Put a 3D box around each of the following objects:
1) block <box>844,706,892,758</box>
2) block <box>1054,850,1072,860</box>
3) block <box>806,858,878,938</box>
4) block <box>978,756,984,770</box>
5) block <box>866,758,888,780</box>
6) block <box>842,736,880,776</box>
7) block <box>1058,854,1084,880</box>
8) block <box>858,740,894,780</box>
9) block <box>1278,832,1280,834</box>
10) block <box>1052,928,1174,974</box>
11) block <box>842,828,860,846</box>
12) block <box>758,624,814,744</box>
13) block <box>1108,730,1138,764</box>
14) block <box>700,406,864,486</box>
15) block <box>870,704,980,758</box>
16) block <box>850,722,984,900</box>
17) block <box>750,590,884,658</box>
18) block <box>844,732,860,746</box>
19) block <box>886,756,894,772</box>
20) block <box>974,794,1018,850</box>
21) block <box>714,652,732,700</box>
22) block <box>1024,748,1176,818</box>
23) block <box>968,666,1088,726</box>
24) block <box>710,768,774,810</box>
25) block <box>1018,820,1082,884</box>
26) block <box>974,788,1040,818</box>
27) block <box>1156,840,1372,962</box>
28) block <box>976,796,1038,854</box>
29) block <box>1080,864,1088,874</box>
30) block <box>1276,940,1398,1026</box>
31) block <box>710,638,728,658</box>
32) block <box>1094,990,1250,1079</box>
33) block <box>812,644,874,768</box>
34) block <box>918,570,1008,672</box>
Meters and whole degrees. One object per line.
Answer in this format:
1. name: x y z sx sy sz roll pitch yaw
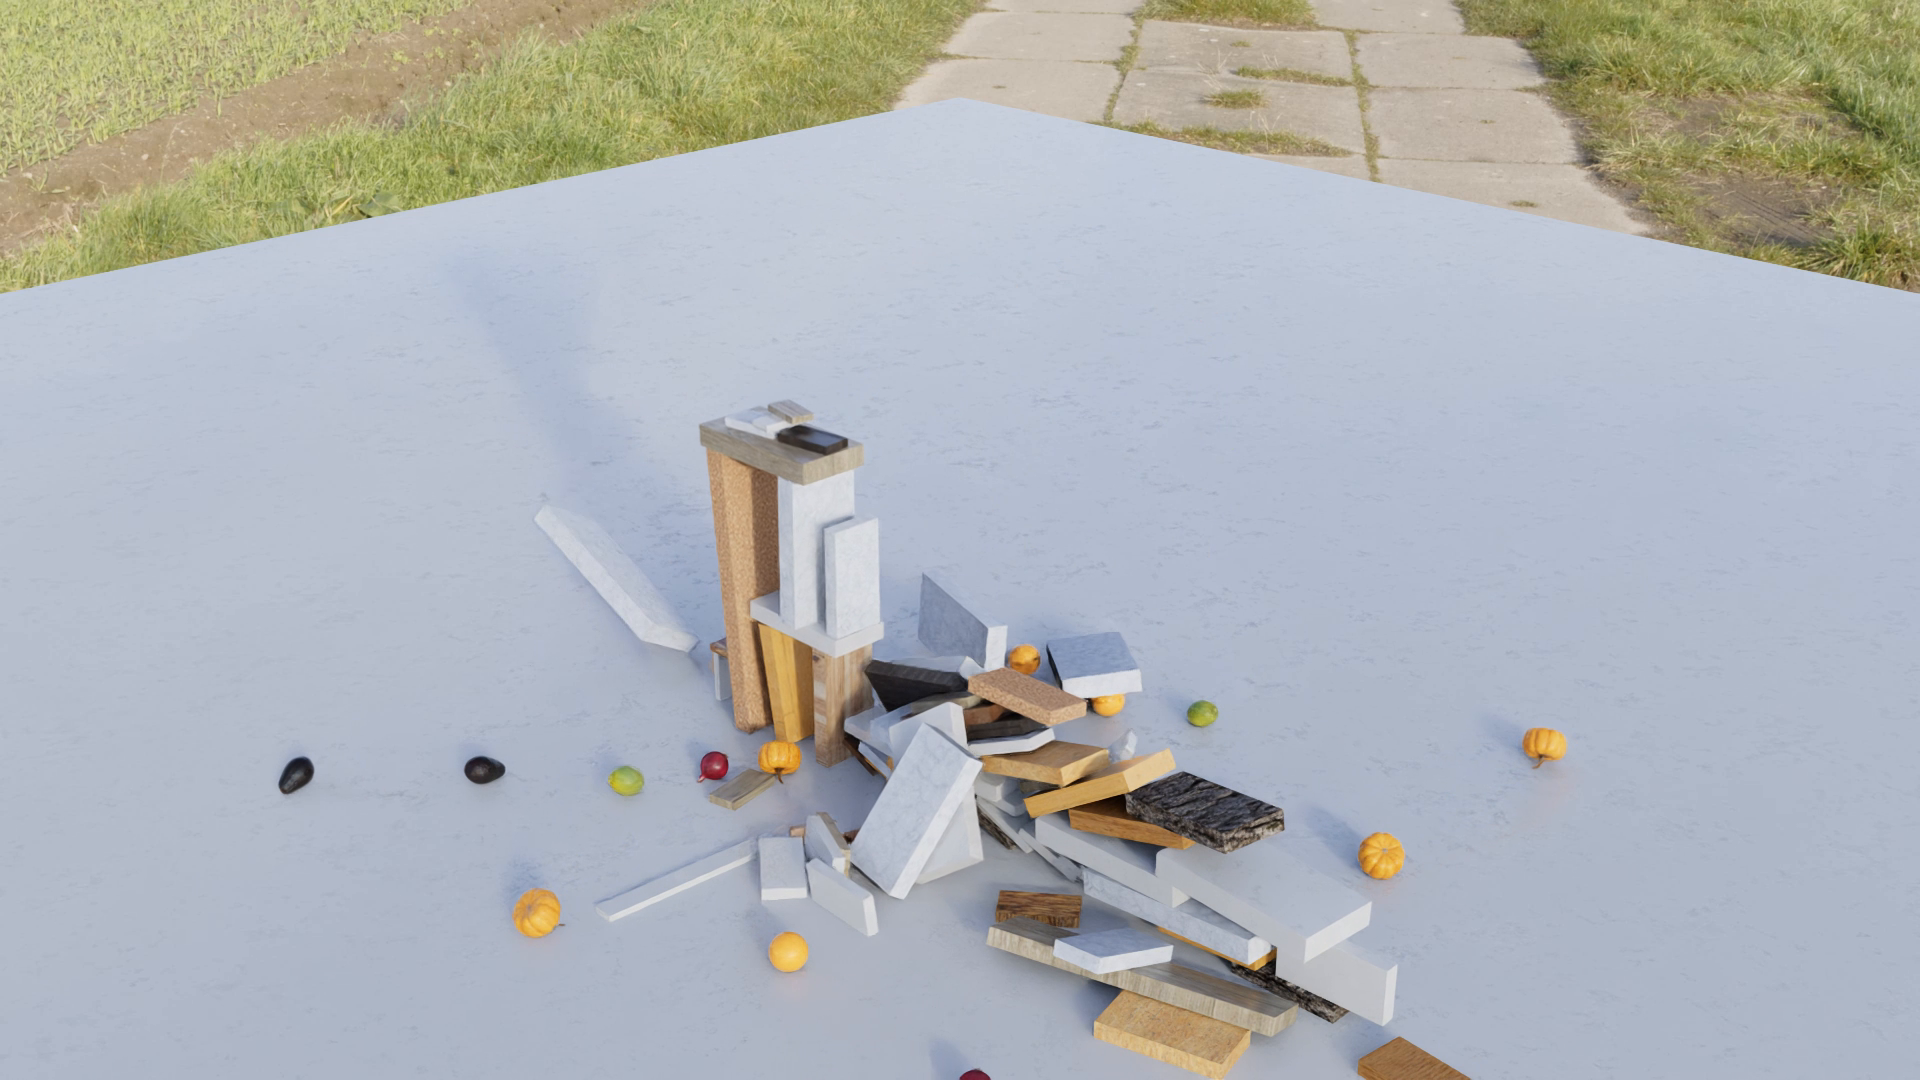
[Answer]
1. block: -0.144 0.403 4.559 0.093 0.026 0.185 -21 33 -40
2. block: 0.246 0.595 4.196 0.128 0.018 0.064 19 30 41
3. block: -0.219 0.664 4.085 0.024 0.085 0.169 -27 34 -33
4. block: 0.117 0.435 4.307 0.081 0.023 0.161 -20 16 -40
5. block: -0.145 0.474 4.589 0.051 0.015 0.103 -21 47 -41
6. block: -0.195 0.448 4.631 0.051 0.015 0.103 -21 56 -41
7. block: 0.256 0.631 4.206 0.064 0.018 0.128 -21 47 -40
8. block: -0.115 0.466 4.554 0.093 0.026 0.185 -21 50 -40
9. block: 0.554 0.565 4.402 0.155 0.022 0.077 -4 23 -10
10. block: 0.271 0.723 3.876 0.103 0.029 0.206 15 9 42
11. block: -0.181 0.582 4.343 0.052 0.015 0.103 9 15 42
12. block: -0.350 0.290 4.729 0.135 0.269 0.038 -21 21 -41
13. block: 0.299 0.457 4.529 0.149 0.021 0.075 -40 10 22
14. block: -0.369 -0.197 4.533 0.164 0.047 0.328 -21 31 -40
15. block: -0.055 0.401 4.414 0.238 0.034 0.119 23 32 39
16. block: -0.089 0.515 4.188 0.043 0.301 0.150 27 4 -45
17. block: -0.302 0.167 4.625 0.269 0.038 0.135 22 32 40
18. block: -0.188 0.425 4.621 0.051 0.015 0.103 -21 46 -40
19. block: -0.054 0.490 4.498 0.093 0.026 0.185 -21 49 -40
20. block: 0.074 0.544 4.386 0.084 0.024 0.167 -21 47 -40
21. block: -0.521 0.296 4.915 0.016 0.116 0.058 21 31 41
22. block: 0.262 0.458 4.133 0.137 0.039 0.274 -20 -2 -43
23. block: 0.131 0.303 4.282 0.215 0.030 0.108 21 22 40
24. block: -0.449 0.513 4.527 0.066 0.019 0.131 15 27 31
25. block: 0.197 0.598 4.271 0.079 0.022 0.158 -21 46 -40
26. block: 0.082 0.493 4.370 0.084 0.024 0.167 -19 31 -38
27. block: 0.531 0.613 3.873 0.173 0.049 0.346 -20 32 -38
28. block: 0.111 0.550 4.351 0.079 0.022 0.158 -19 46 -38
29. block: 0.294 0.647 4.164 0.064 0.018 0.128 -21 47 -40
30. block: 0.647 0.741 3.792 0.221 0.110 0.031 20 30 38
31. block: -0.493 0.246 4.864 0.116 0.016 0.058 21 31 41
32. block: 0.361 0.839 3.741 0.237 0.034 0.118 13 26 28
33. block: -0.245 0.332 4.633 0.038 0.269 0.135 21 31 40
34. block: 0.002 0.212 5.039 0.048 0.171 0.342 -6 23 -26
